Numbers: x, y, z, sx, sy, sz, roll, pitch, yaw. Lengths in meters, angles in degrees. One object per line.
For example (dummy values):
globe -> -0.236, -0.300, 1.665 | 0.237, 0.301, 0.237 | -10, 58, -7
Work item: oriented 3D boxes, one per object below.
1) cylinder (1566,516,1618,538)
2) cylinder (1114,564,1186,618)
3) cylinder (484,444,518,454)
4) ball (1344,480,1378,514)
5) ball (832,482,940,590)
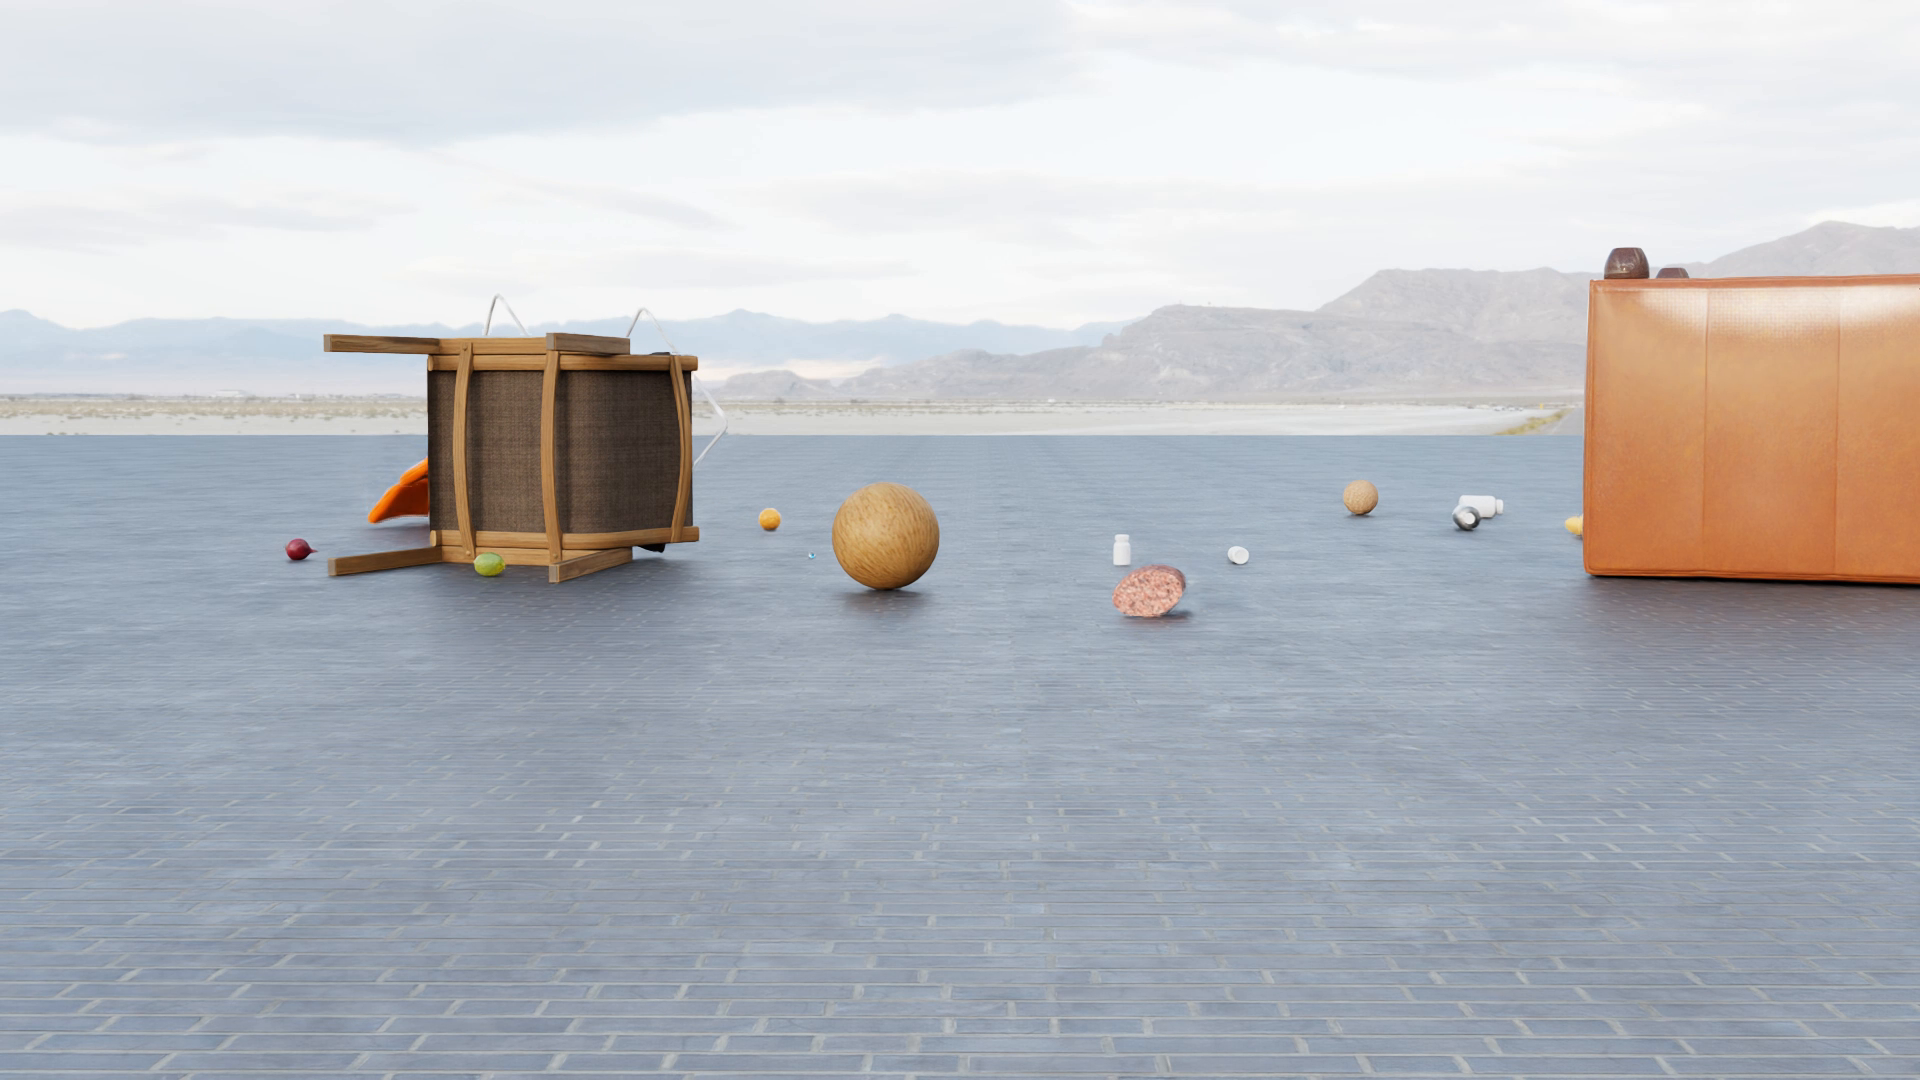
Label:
cylinder -> 1.916, -0.039, 6.666 | 0.130, 0.058, 0.092 | 8, 2, -13
cylinder -> 0.381, 0.101, 4.406 | 0.138, 0.088, 0.163 | -12, 2, 10
cylinder -> -3.145, -0.620, 15.052 | 0.176, 0.072, 0.192 | 1, 7, 10
ball -> 1.434, -0.154, 7.867 | 0.126, 0.126, 0.126 | 0, 4, 0
ball -> -0.166, -0.009, 4.915 | 0.242, 0.242, 0.242 | 0, 4, 0
